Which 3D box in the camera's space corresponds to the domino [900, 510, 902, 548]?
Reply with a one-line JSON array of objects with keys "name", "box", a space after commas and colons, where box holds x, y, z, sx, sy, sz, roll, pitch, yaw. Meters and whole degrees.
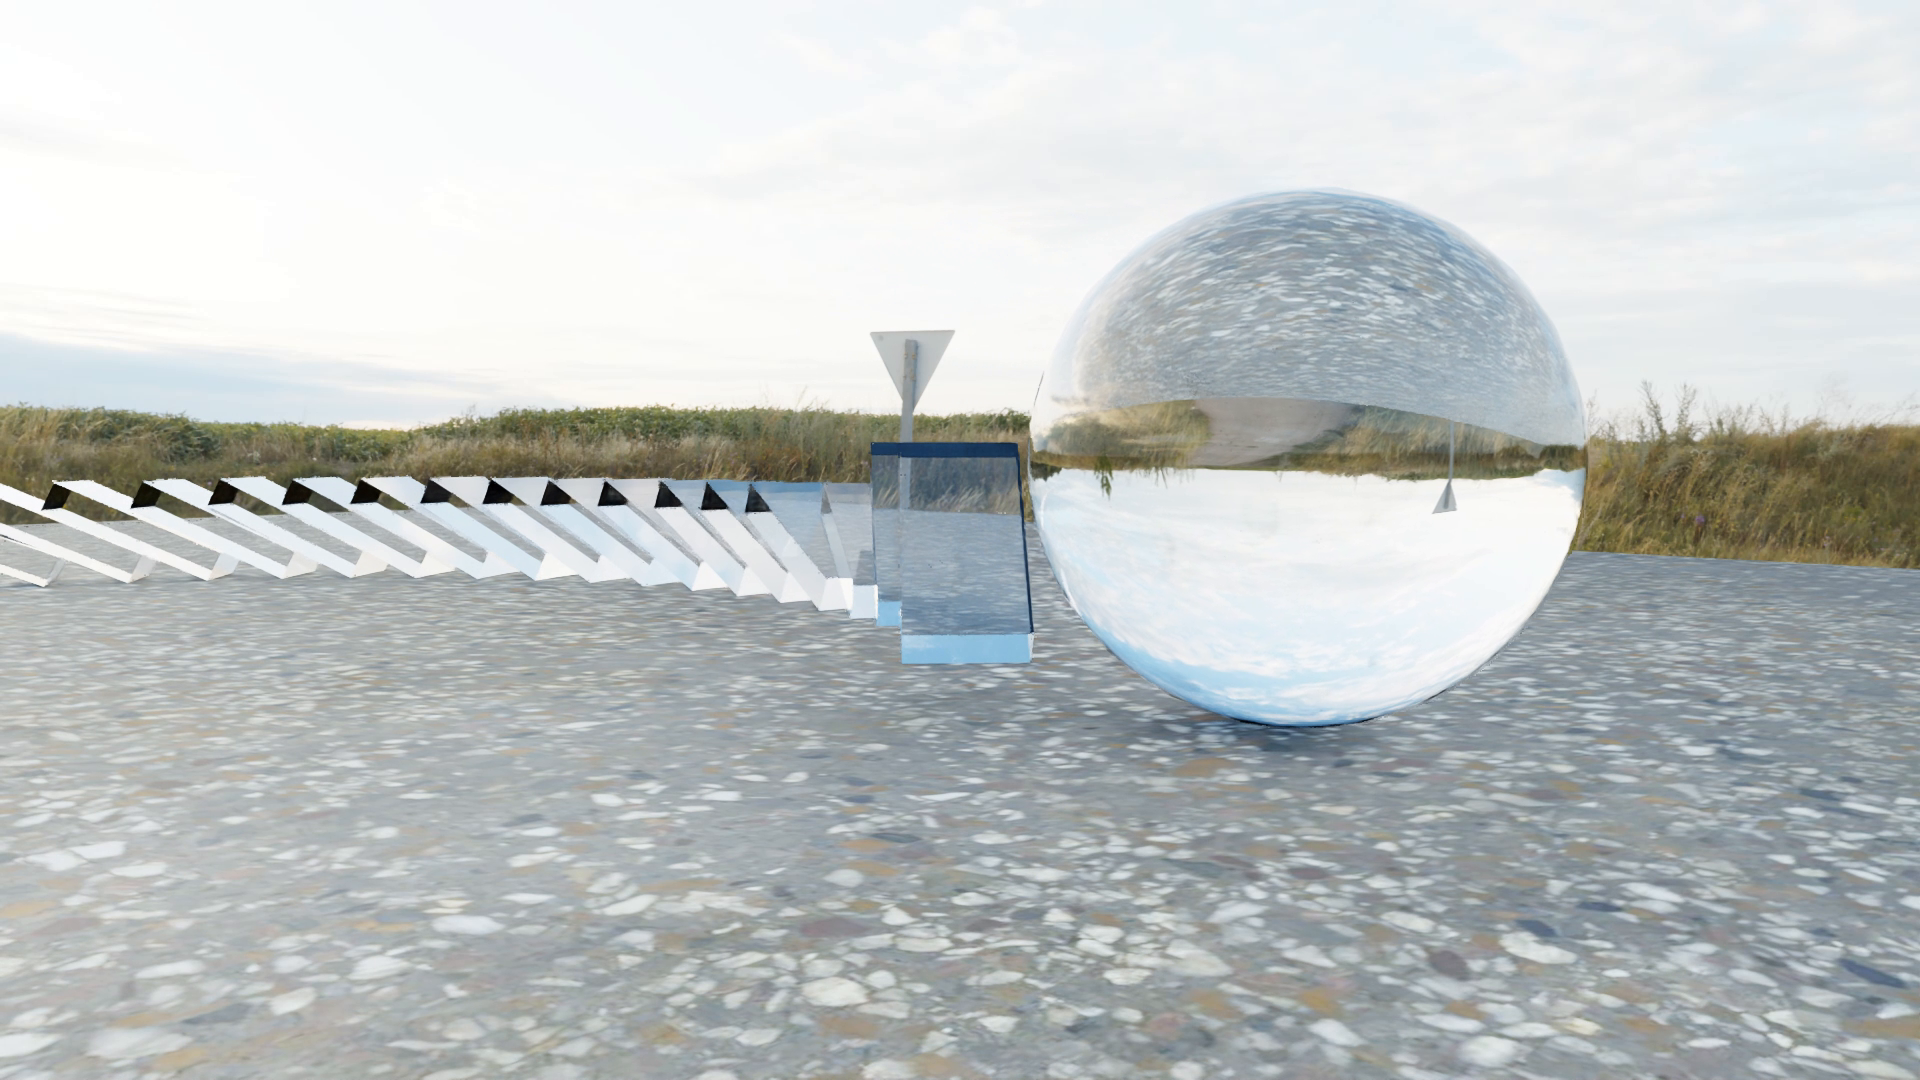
[{"name": "domino", "box": [0.000, 0.001, 0.274, 0.025, 0.050, 0.009, 0, -39, -3]}]

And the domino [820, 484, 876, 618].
[{"name": "domino", "box": [-0.020, 0.002, 0.333, 0.025, 0.010, 0.050, -1, 32, -16]}]

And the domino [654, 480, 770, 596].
[{"name": "domino", "box": [-0.067, -0.002, 0.381, 0.025, 0.010, 0.050, -4, 33, -43]}]

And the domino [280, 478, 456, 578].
[{"name": "domino", "box": [-0.192, -0.005, 0.421, 0.050, 0.010, 0.025, 28, 6, 3]}]

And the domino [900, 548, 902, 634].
[{"name": "domino", "box": [-0.001, -0.001, 0.301, 0.025, 0.050, 0.010, 0, -39, -3]}]

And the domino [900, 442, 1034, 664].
[{"name": "domino", "box": [0.001, 0.002, 0.261, 0.025, 0.050, 0.009, 0, -39, -3]}]

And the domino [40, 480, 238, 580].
[{"name": "domino", "box": [-0.257, -0.003, 0.406, 0.050, 0.010, 0.025, 26, -2, -14]}]

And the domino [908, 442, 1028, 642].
[{"name": "domino", "box": [0.001, 0.000, 0.288, 0.025, 0.050, 0.010, 0, -39, -3]}]

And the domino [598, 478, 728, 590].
[{"name": "domino", "box": [-0.086, -0.003, 0.394, 0.050, 0.010, 0.025, 36, 24, 31]}]

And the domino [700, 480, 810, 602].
[{"name": "domino", "box": [-0.051, -0.001, 0.366, 0.025, 0.010, 0.050, -3, 33, -39]}]

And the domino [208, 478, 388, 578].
[{"name": "domino", "box": [-0.214, -0.005, 0.419, 0.050, 0.010, 0.025, 27, 4, -2]}]

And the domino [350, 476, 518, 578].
[{"name": "domino", "box": [-0.170, -0.005, 0.420, 0.050, 0.009, 0.025, 28, 9, 8]}]

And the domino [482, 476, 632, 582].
[{"name": "domino", "box": [-0.126, -0.004, 0.412, 0.050, 0.010, 0.025, 31, 17, 21]}]

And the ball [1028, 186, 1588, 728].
[{"name": "ball", "box": [0.050, -0.012, 0.193, 0.080, 0.080, 0.080, 0, 4, 0]}]

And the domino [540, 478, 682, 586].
[{"name": "domino", "box": [-0.106, -0.003, 0.404, 0.050, 0.009, 0.025, 33, 20, 25]}]

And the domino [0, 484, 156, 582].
[{"name": "domino", "box": [-0.278, -0.003, 0.396, 0.050, 0.009, 0.025, 27, -5, -19]}]

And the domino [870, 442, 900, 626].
[{"name": "domino", "box": [-0.009, -0.002, 0.314, 0.025, 0.050, 0.010, 0, -39, -6]}]

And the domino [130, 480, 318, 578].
[{"name": "domino", "box": [-0.236, -0.004, 0.415, 0.050, 0.010, 0.025, 26, 2, -6]}]

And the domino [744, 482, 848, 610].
[{"name": "domino", "box": [-0.037, 0.001, 0.350, 0.025, 0.010, 0.050, -3, 33, -34]}]

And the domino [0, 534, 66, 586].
[{"name": "domino", "box": [-0.297, -0.001, 0.383, 0.050, 0.009, 0.025, 26, -8, -27]}]

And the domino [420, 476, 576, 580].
[{"name": "domino", "box": [-0.147, -0.005, 0.418, 0.050, 0.009, 0.025, 30, 13, 15]}]
